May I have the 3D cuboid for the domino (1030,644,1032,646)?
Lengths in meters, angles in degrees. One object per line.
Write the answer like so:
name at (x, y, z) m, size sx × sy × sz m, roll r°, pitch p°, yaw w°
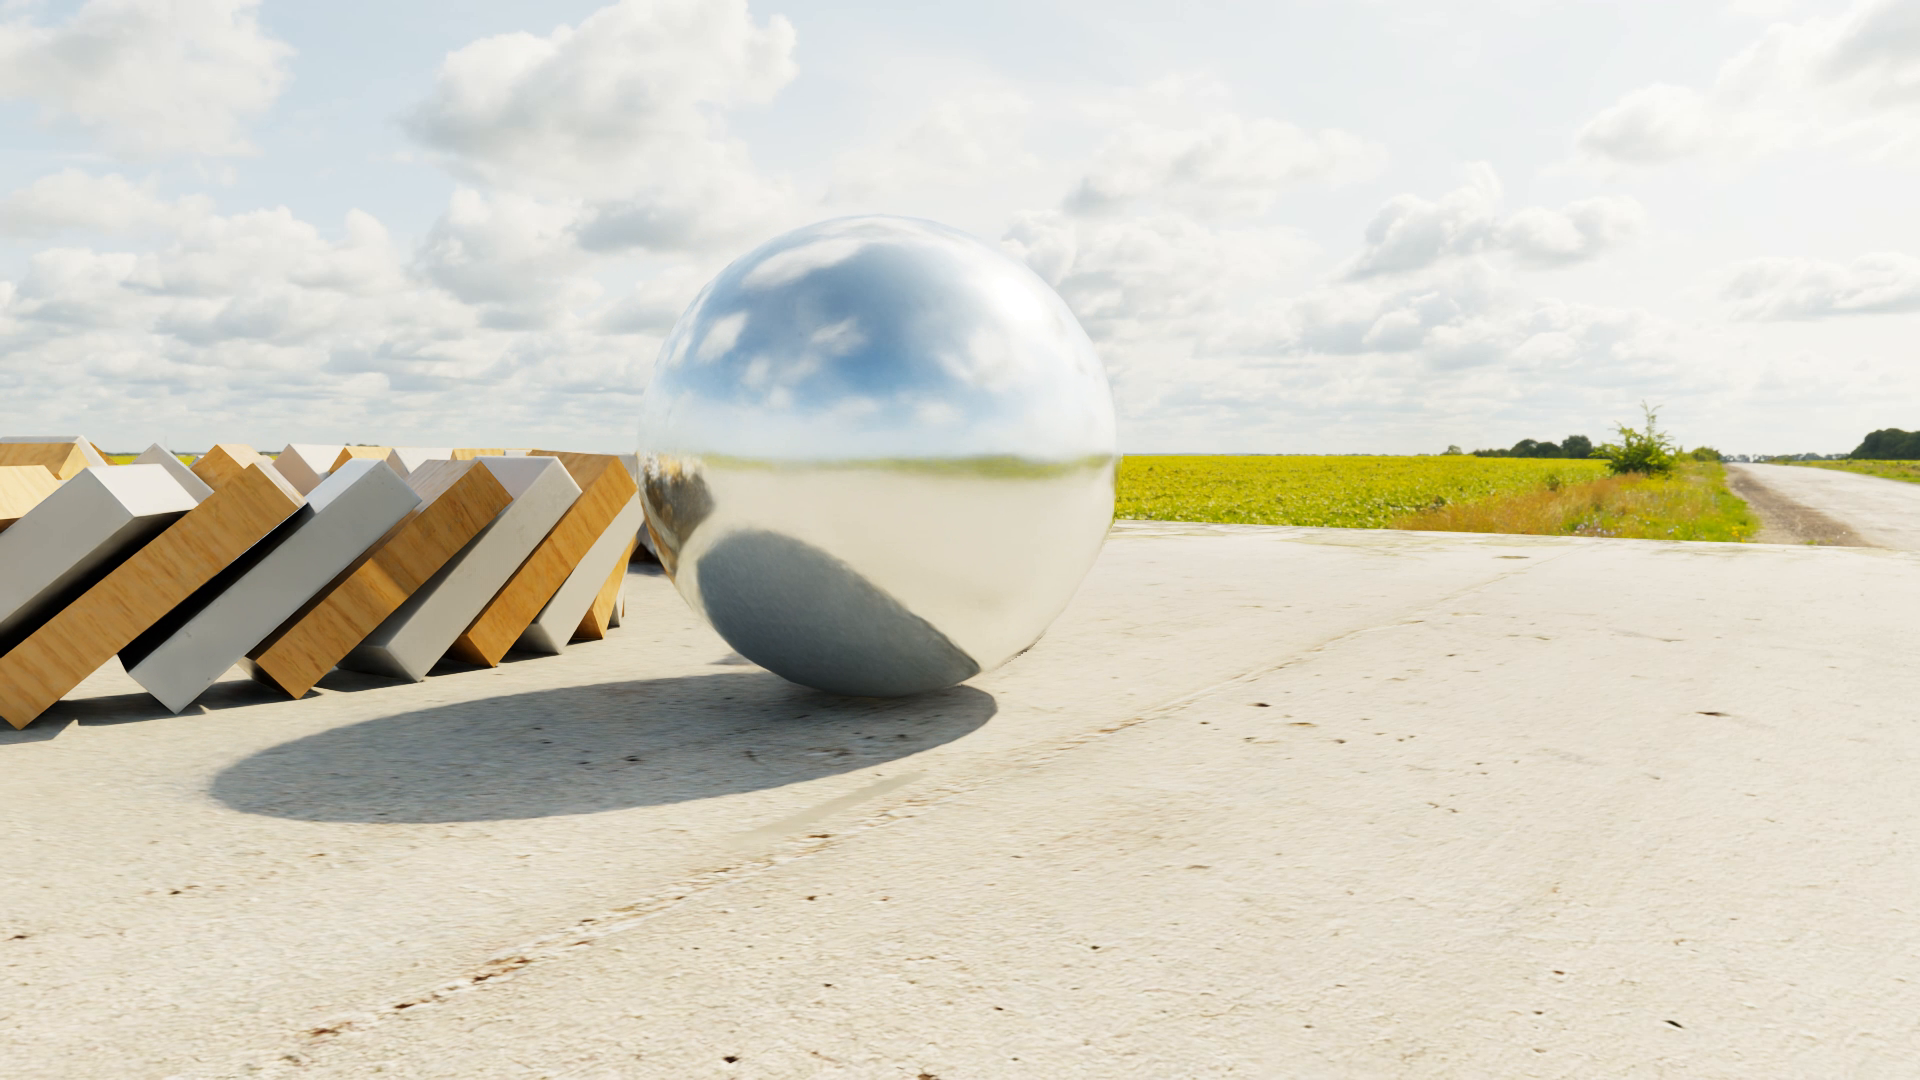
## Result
domino at (0.003, -0.003, 0.274) m, size 0.025 × 0.050 × 0.010 m, roll 0°, pitch -17°, yaw 4°

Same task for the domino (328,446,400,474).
domino at (-0.153, -0.006, 0.364) m, size 0.050 × 0.010 × 0.025 m, roll 47°, pitch 19°, yaw 14°

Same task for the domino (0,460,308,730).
domino at (-0.130, 0.007, 0.207) m, size 0.050 × 0.010 × 0.025 m, roll -44°, pitch 19°, yaw -15°

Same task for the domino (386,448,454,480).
domino at (-0.138, -0.005, 0.359) m, size 0.050 × 0.009 × 0.025 m, roll 49°, pitch 26°, yaw 19°

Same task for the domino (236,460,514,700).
domino at (-0.107, 0.005, 0.232) m, size 0.025 × 0.009 × 0.050 m, roll 5°, pitch 46°, yaw 46°

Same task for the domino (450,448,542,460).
domino at (-0.121, -0.004, 0.352) m, size 0.025 × 0.009 × 0.050 m, roll -4°, pitch 49°, yaw -41°

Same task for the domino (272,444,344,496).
domino at (-0.169, -0.006, 0.365) m, size 0.050 × 0.009 × 0.025 m, roll 46°, pitch 10°, yaw 6°

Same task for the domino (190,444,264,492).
domino at (-0.186, -0.005, 0.357) m, size 0.009 × 0.050 × 0.025 m, roll -45°, pitch 12°, yaw -6°

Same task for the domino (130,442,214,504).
domino at (-0.200, -0.005, 0.347) m, size 0.010 × 0.050 × 0.025 m, roll -48°, pitch 24°, yaw -18°

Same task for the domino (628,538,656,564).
domino at (-0.129, -0.012, 0.469) m, size 0.050 × 0.010 × 0.025 m, roll 41°, pitch 16°, yaw 13°

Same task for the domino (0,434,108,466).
domino at (-0.213, -0.003, 0.317) m, size 0.025 × 0.050 × 0.009 m, roll 1°, pitch 44°, yaw 18°

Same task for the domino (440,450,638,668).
domino at (-0.091, 0.002, 0.262) m, size 0.025 × 0.009 × 0.050 m, roll 6°, pitch 48°, yaw 29°

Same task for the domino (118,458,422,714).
domino at (-0.118, 0.006, 0.219) m, size 0.050 × 0.010 × 0.025 m, roll -48°, pitch 29°, yaw -23°

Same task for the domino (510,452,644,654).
domino at (-0.086, 0.001, 0.276) m, size 0.025 × 0.010 × 0.050 m, roll 3°, pitch 47°, yaw 21°

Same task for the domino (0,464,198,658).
domino at (-0.145, 0.008, 0.197) m, size 0.050 × 0.010 × 0.025 m, roll -40°, pitch 10°, yaw -5°

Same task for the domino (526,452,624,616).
domino at (-0.098, -0.002, 0.327) m, size 0.025 × 0.010 × 0.050 m, roll 0°, pitch 45°, yaw -14°

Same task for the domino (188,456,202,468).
domino at (-0.243, -0.010, 0.446) m, size 0.050 × 0.010 × 0.025 m, roll 39°, pitch -11°, yaw -19°

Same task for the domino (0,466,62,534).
domino at (-0.161, 0.009, 0.192) m, size 0.050 × 0.009 × 0.025 m, roll -39°, pitch 5°, yaw 1°

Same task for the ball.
ball at (-0.013, -0.014, 0.216) m, size 0.080 × 0.080 × 0.080 m, roll 0°, pitch 4°, yaw 0°

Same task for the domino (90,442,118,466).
domino at (-0.212, -0.004, 0.336) m, size 0.025 × 0.050 × 0.010 m, roll 3°, pitch 49°, yaw 48°

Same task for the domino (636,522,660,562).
domino at (-0.114, -0.012, 0.464) m, size 0.050 × 0.009 × 0.025 m, roll 42°, pitch 19°, yaw 16°

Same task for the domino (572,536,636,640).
domino at (-0.089, 0.000, 0.295) m, size 0.025 × 0.009 × 0.050 m, roll 0°, pitch 45°, yaw 4°

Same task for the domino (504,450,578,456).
domino at (-0.107, -0.004, 0.342) m, size 0.025 × 0.009 × 0.050 m, roll -1°, pitch 46°, yaw -24°

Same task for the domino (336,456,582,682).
domino at (-0.098, 0.004, 0.247) m, size 0.025 × 0.009 × 0.050 m, roll 3°, pitch 46°, yaw 33°

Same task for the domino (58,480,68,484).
domino at (-0.191, 0.004, 0.281) m, size 0.025 × 0.010 × 0.050 m, roll -3°, pitch -28°, yaw -35°

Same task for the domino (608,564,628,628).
domino at (-0.093, -0.001, 0.311) m, size 0.025 × 0.010 × 0.050 m, roll -1°, pitch 45°, yaw -7°

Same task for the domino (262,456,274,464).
domino at (-0.228, -0.011, 0.453) m, size 0.050 × 0.010 × 0.025 m, roll 39°, pitch -8°, yaw -16°

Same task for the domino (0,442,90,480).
domino at (-0.208, -0.001, 0.298) m, size 0.025 × 0.050 × 0.010 m, roll -1°, pitch 48°, yaw -4°
